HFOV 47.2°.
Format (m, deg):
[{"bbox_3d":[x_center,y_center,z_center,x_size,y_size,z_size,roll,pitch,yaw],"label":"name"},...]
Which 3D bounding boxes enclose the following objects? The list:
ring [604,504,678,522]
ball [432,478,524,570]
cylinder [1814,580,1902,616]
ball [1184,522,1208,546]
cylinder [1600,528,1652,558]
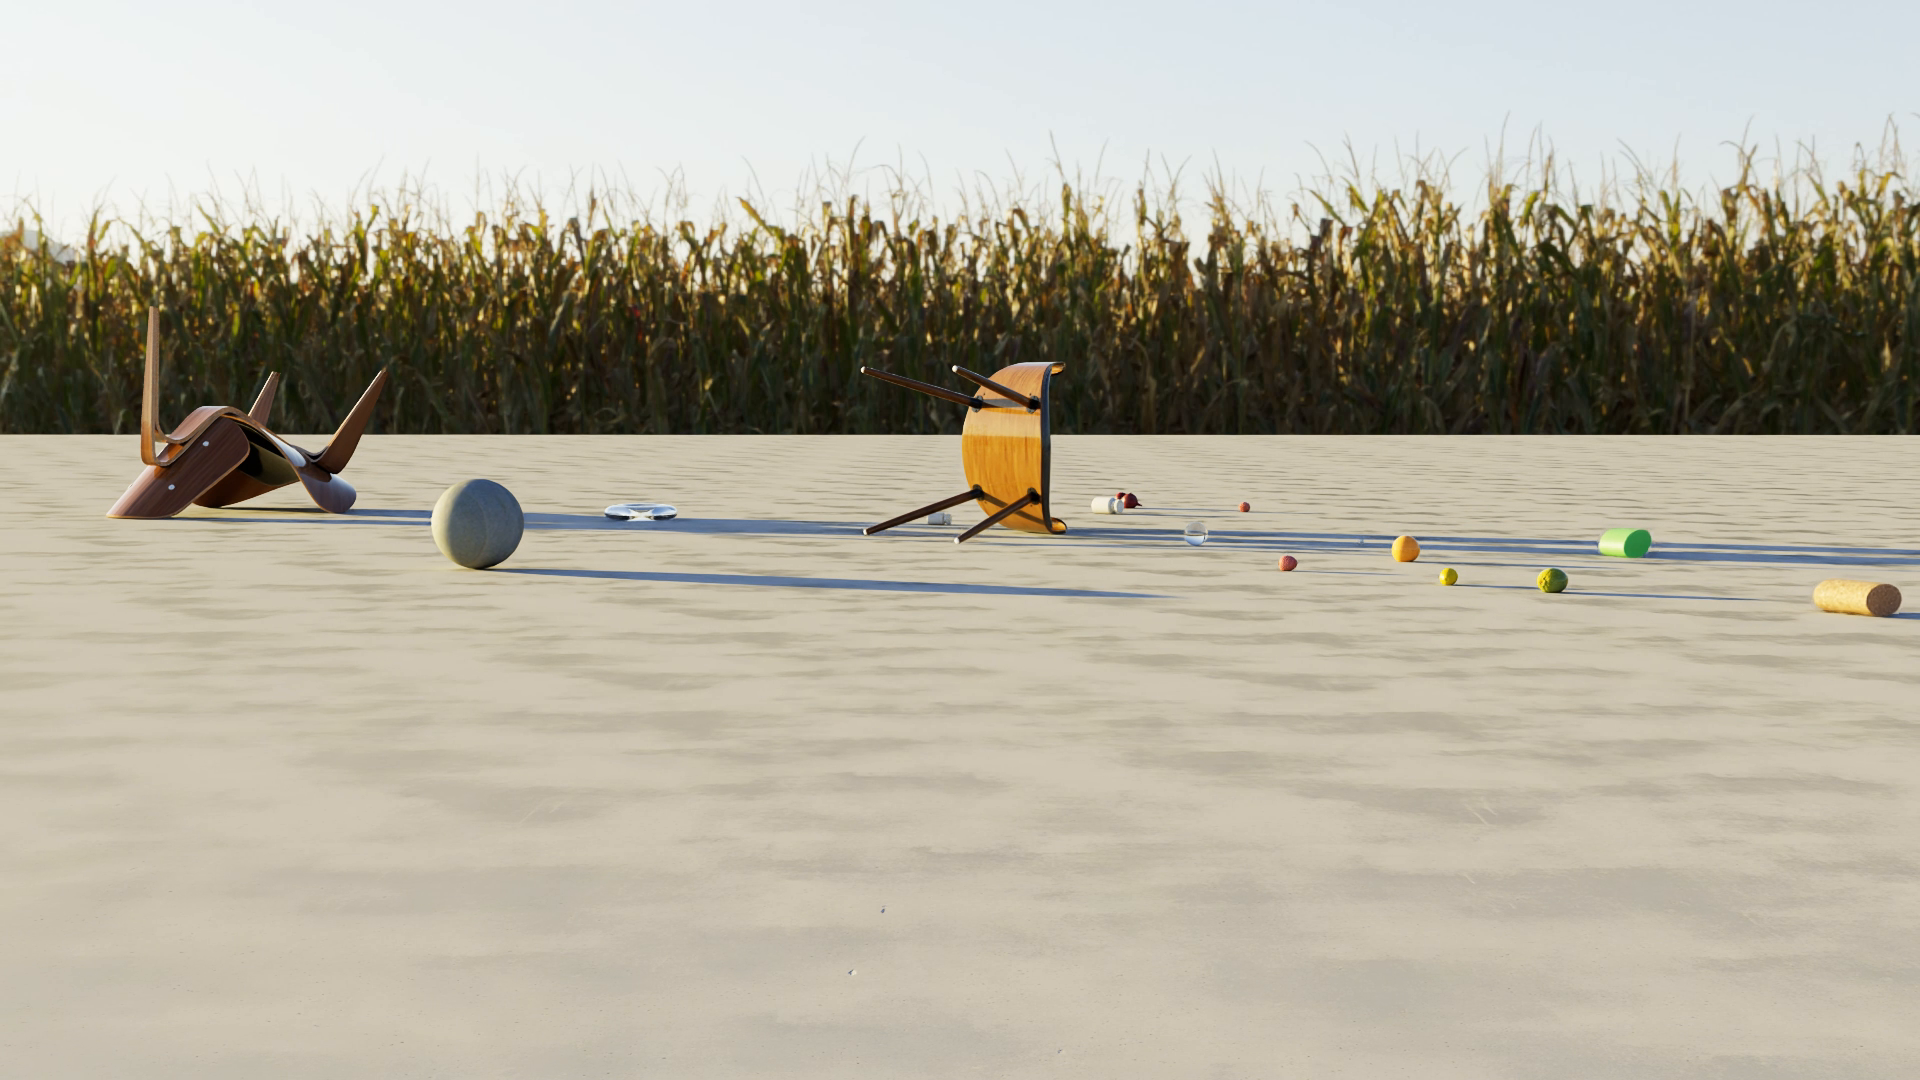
[{"bbox_3d":[-1.097,-0.095,7.566,0.250,0.051,0.256,2,5,20],"label":"ring"},{"bbox_3d":[-1.202,-0.041,5.486,0.226,0.226,0.226,0,4,0],"label":"ball"},{"bbox_3d":[1.792,0.115,4.392,0.106,0.065,0.125,-1,4,-29],"label":"cylinder"},{"bbox_3d":[0.675,-0.018,6.301,0.069,0.069,0.069,0,4,0],"label":"ball"},{"bbox_3d":[1.782,0.007,5.890,0.105,0.072,0.087,-23,14,-26],"label":"cylinder"}]
